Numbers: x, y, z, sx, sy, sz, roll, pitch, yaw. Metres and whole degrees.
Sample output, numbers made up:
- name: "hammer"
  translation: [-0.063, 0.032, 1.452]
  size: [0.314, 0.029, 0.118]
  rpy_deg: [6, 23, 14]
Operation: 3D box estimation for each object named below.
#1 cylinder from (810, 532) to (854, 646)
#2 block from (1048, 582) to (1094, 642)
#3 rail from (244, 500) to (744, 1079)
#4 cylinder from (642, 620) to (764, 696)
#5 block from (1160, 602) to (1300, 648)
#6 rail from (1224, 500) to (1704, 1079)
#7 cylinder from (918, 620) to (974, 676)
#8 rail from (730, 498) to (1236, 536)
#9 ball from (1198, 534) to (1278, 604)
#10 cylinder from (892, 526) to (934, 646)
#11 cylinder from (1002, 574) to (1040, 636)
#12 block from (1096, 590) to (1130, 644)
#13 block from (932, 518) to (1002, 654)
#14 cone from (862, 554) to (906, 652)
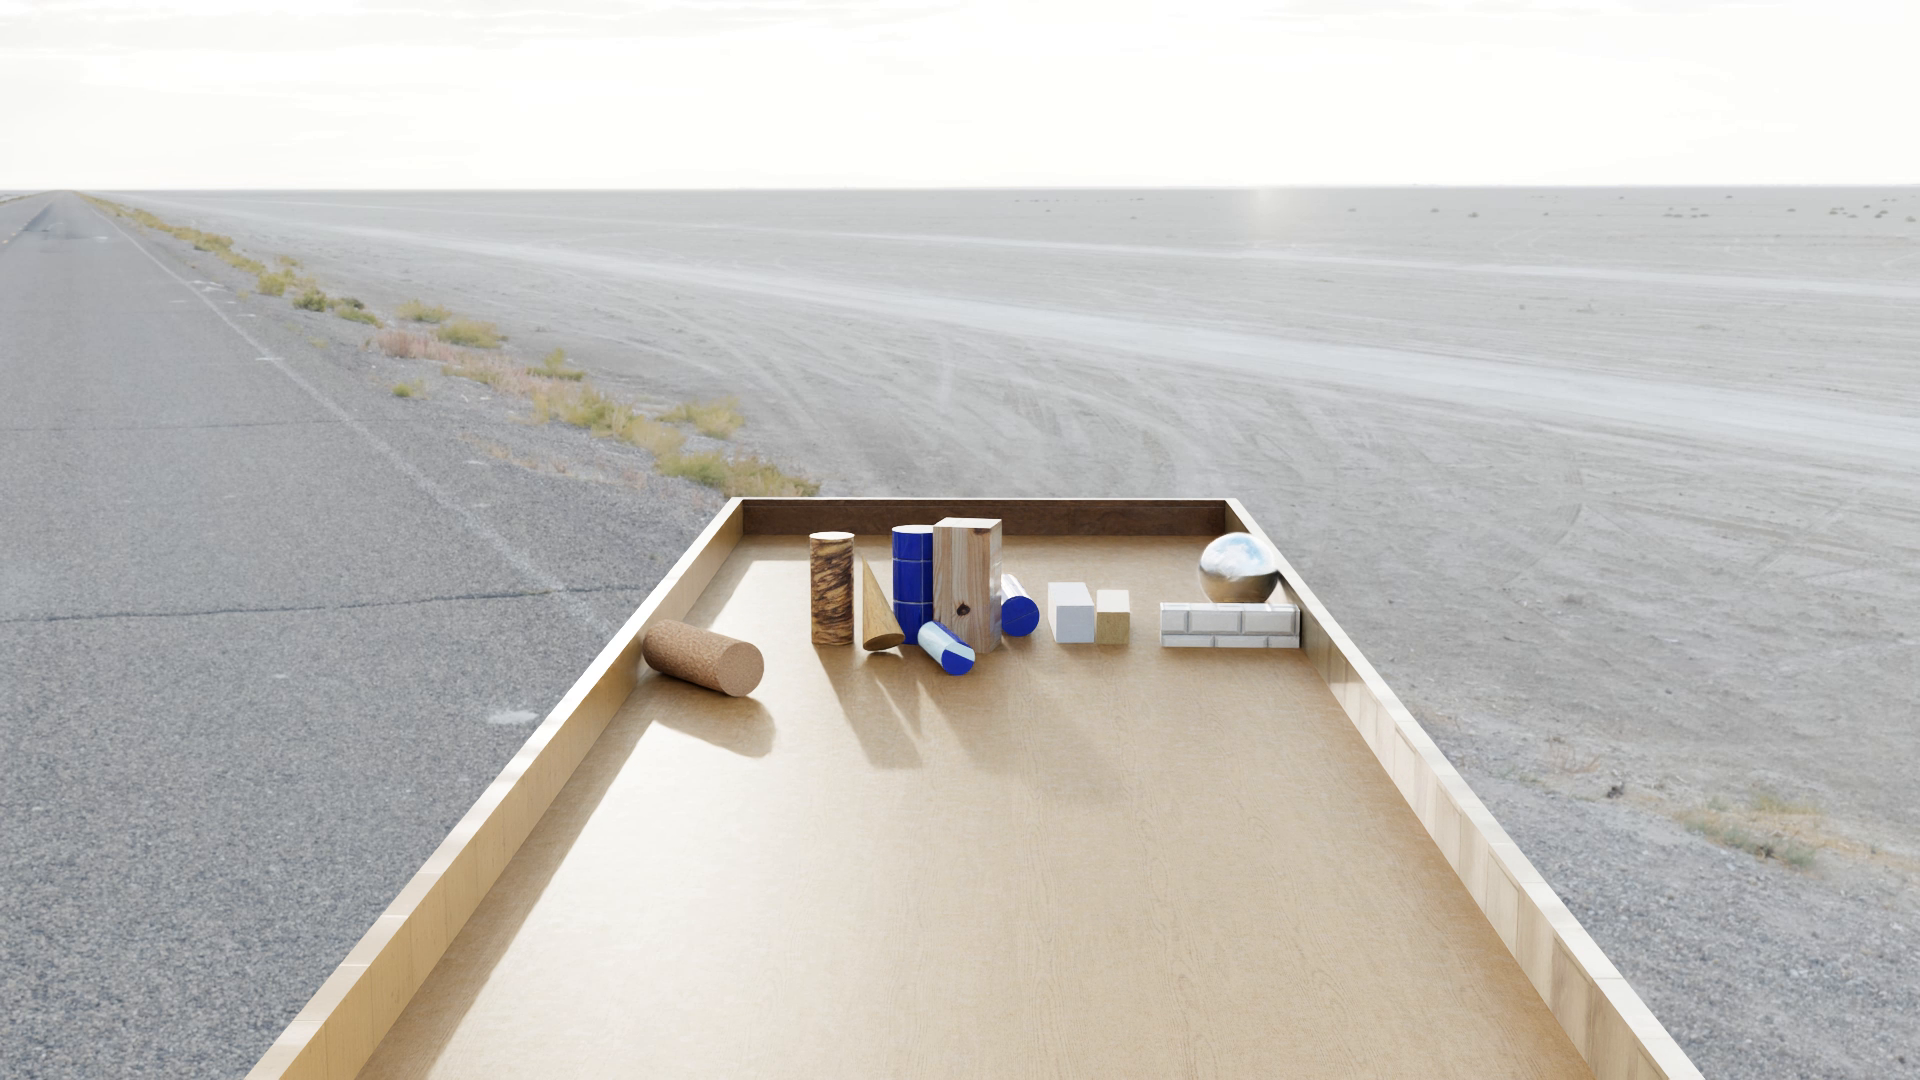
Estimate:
- name: "cylinder"
  translation: [-0.403, 0.154, 6.945]
  size: [0.139, 0.341, 0.139]
  rpy_deg: [0, 9, 0]
- name: "block"
  translation: [0.359, 0.234, 7.152]
  size: [0.120, 0.120, 0.410]
  rpy_deg: [0, 9, -1]
- name: "rail"
  translation: [-1.004, 0.839, 3.234]
  size: [0.050, 0.150, 12.000]
  rpy_deg: [0, 9, 1]
- name: "cylinder"
  translation: [-0.746, 0.339, 6.366]
  size: [0.158, 0.158, 0.416]
  rpy_deg: [-7, 11, -38]
- name: "block"
  translation: [0.849, 0.269, 6.939]
  size: [0.430, 0.117, 0.117]
  rpy_deg: [0, 9, 3]
- name: "rail"
  translation: [1.046, 0.843, 3.208]
  size: [0.050, 0.150, 12.000]
  rpy_deg: [0, 9, 1]
- name: "cylinder"
  translation: [-0.044, 0.324, 6.637]
  size: [0.102, 0.102, 0.328]
  rpy_deg: [-2, 9, -13]
- name: "rail"
  translation: [0.099, -0.098, 9.147]
  size: [2.100, 0.150, 0.050]
  rpy_deg: [0, 9, 1]
- name: "ball"
  translation: [0.942, 0.111, 7.451]
  size: [0.269, 0.269, 0.269]
  rpy_deg: [0, 9, 0]
- name: "cylinder"
  translation: [-0.131, 0.142, 6.971]
  size: [0.166, 0.357, 0.166]
  rpy_deg: [0, 9, 0]
- name: "cylinder"
  translation: [0.168, 0.212, 7.246]
  size: [0.133, 0.133, 0.417]
  rpy_deg: [-1, 9, -6]
- name: "block"
  translation: [0.495, 0.247, 7.122]
  size: [0.103, 0.103, 0.386]
  rpy_deg: [1, 9, 4]
- name: "block"
  translation: [0.024, 0.140, 6.874]
  size: [0.180, 0.392, 0.180]
  rpy_deg: [2, 9, 13]
- name: "cone"
  translation: [-0.269, 0.178, 6.831]
  size: [0.136, 0.306, 0.136]
  rpy_deg: [-12, -22, -5]
